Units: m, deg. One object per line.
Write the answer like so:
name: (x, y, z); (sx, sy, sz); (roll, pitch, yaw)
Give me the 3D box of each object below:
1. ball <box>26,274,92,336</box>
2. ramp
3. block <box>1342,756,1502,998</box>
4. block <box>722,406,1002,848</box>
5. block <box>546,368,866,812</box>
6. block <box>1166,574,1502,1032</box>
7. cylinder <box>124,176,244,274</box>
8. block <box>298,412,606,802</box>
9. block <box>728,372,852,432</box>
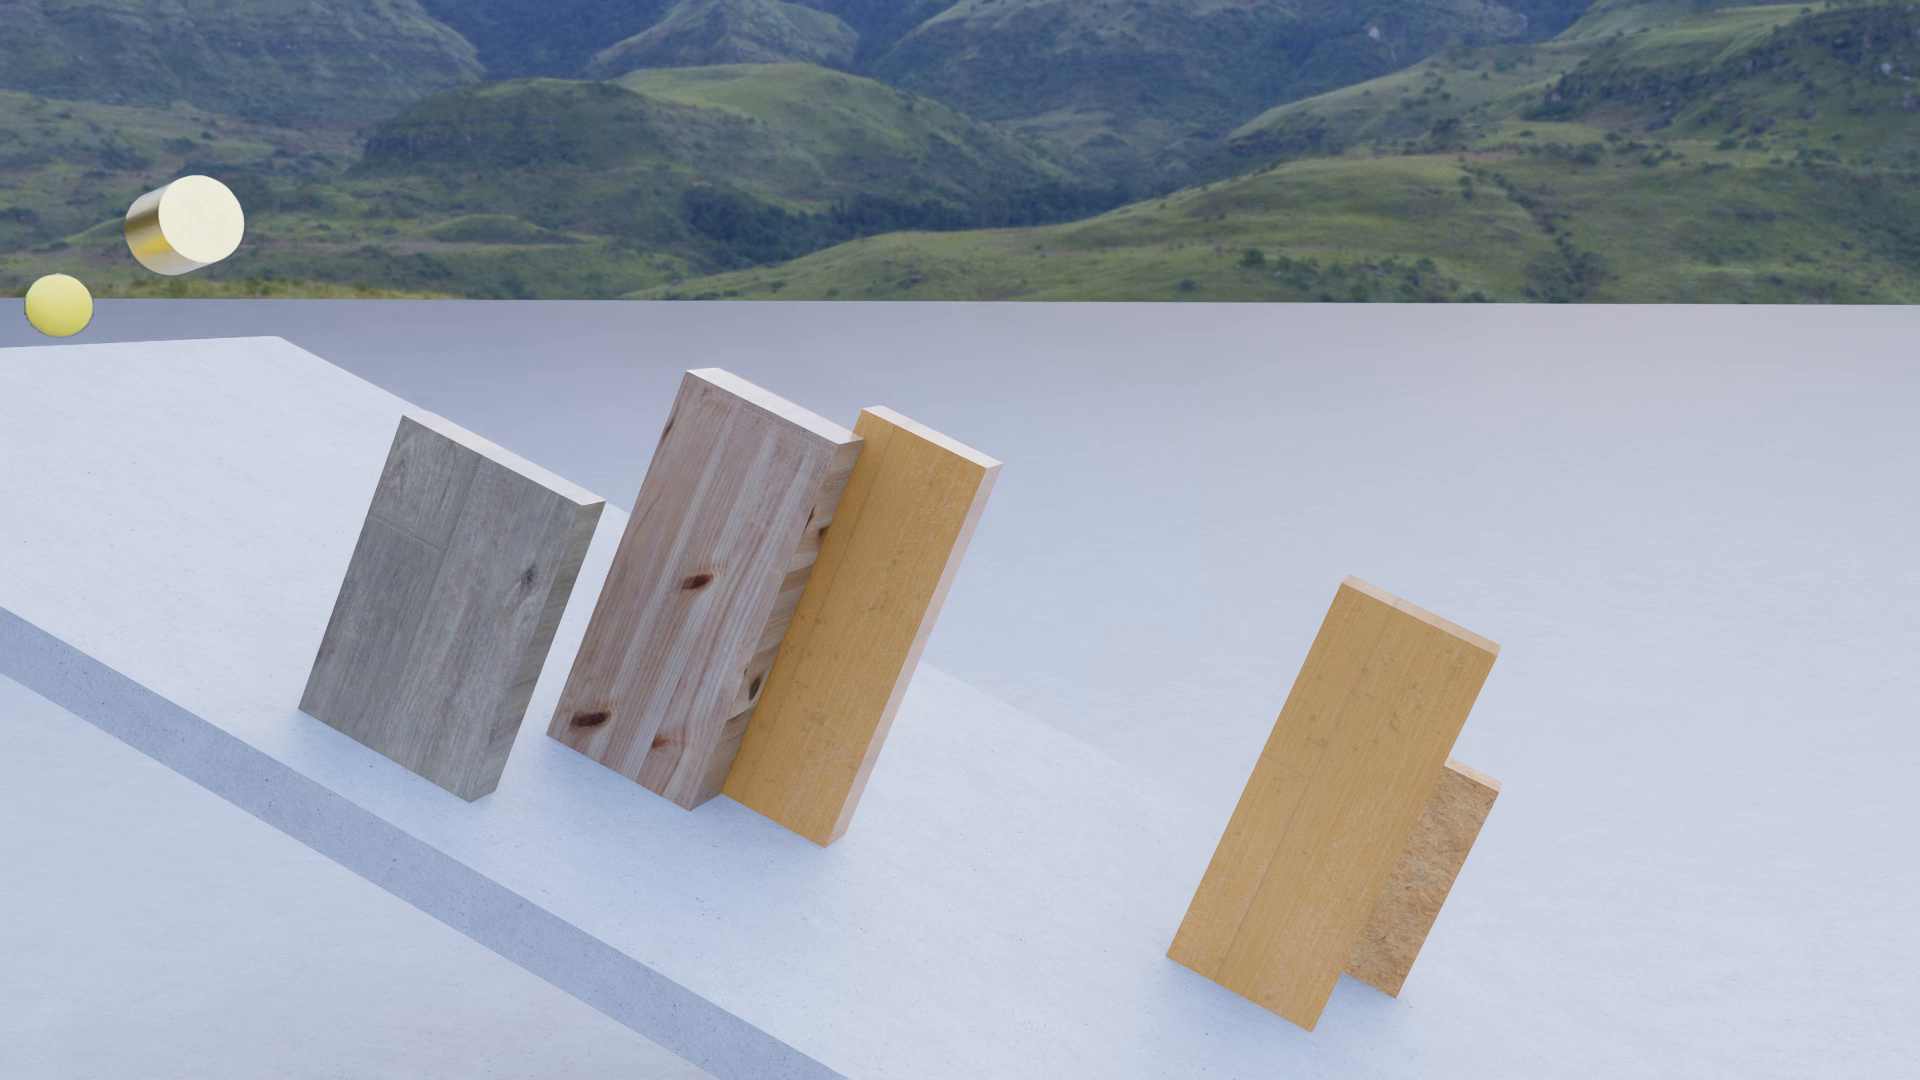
ball: (-1.870, -0.487, 4.566); (0.130, 0.130, 0.130); (0, 7, 0)
ramp: (-0.287, 0.498, 4.183); (4.000, 0.100, 2.000); (26, 13, 13)
block: (0.836, 0.627, 4.319); (0.269, 0.464, 0.087); (26, 13, 13)
block: (-0.187, 0.153, 3.861); (0.242, 0.740, 0.101); (26, 13, 13)
block: (-0.443, 0.084, 3.799); (0.296, 0.697, 0.131); (26, 13, 13)
block: (0.669, 0.475, 3.965); (0.294, 0.768, 0.114); (26, 13, 13)
cylinder: (-1.599, -0.647, 4.532); (0.178, 0.178, 0.178); (-6, 1, -42)
block: (-0.809, 0.105, 3.487); (0.334, 0.521, 0.084); (26, 13, 13)
block: (-0.452, -0.088, 4.997); (0.397, 0.459, 0.081); (26, 13, 13)
